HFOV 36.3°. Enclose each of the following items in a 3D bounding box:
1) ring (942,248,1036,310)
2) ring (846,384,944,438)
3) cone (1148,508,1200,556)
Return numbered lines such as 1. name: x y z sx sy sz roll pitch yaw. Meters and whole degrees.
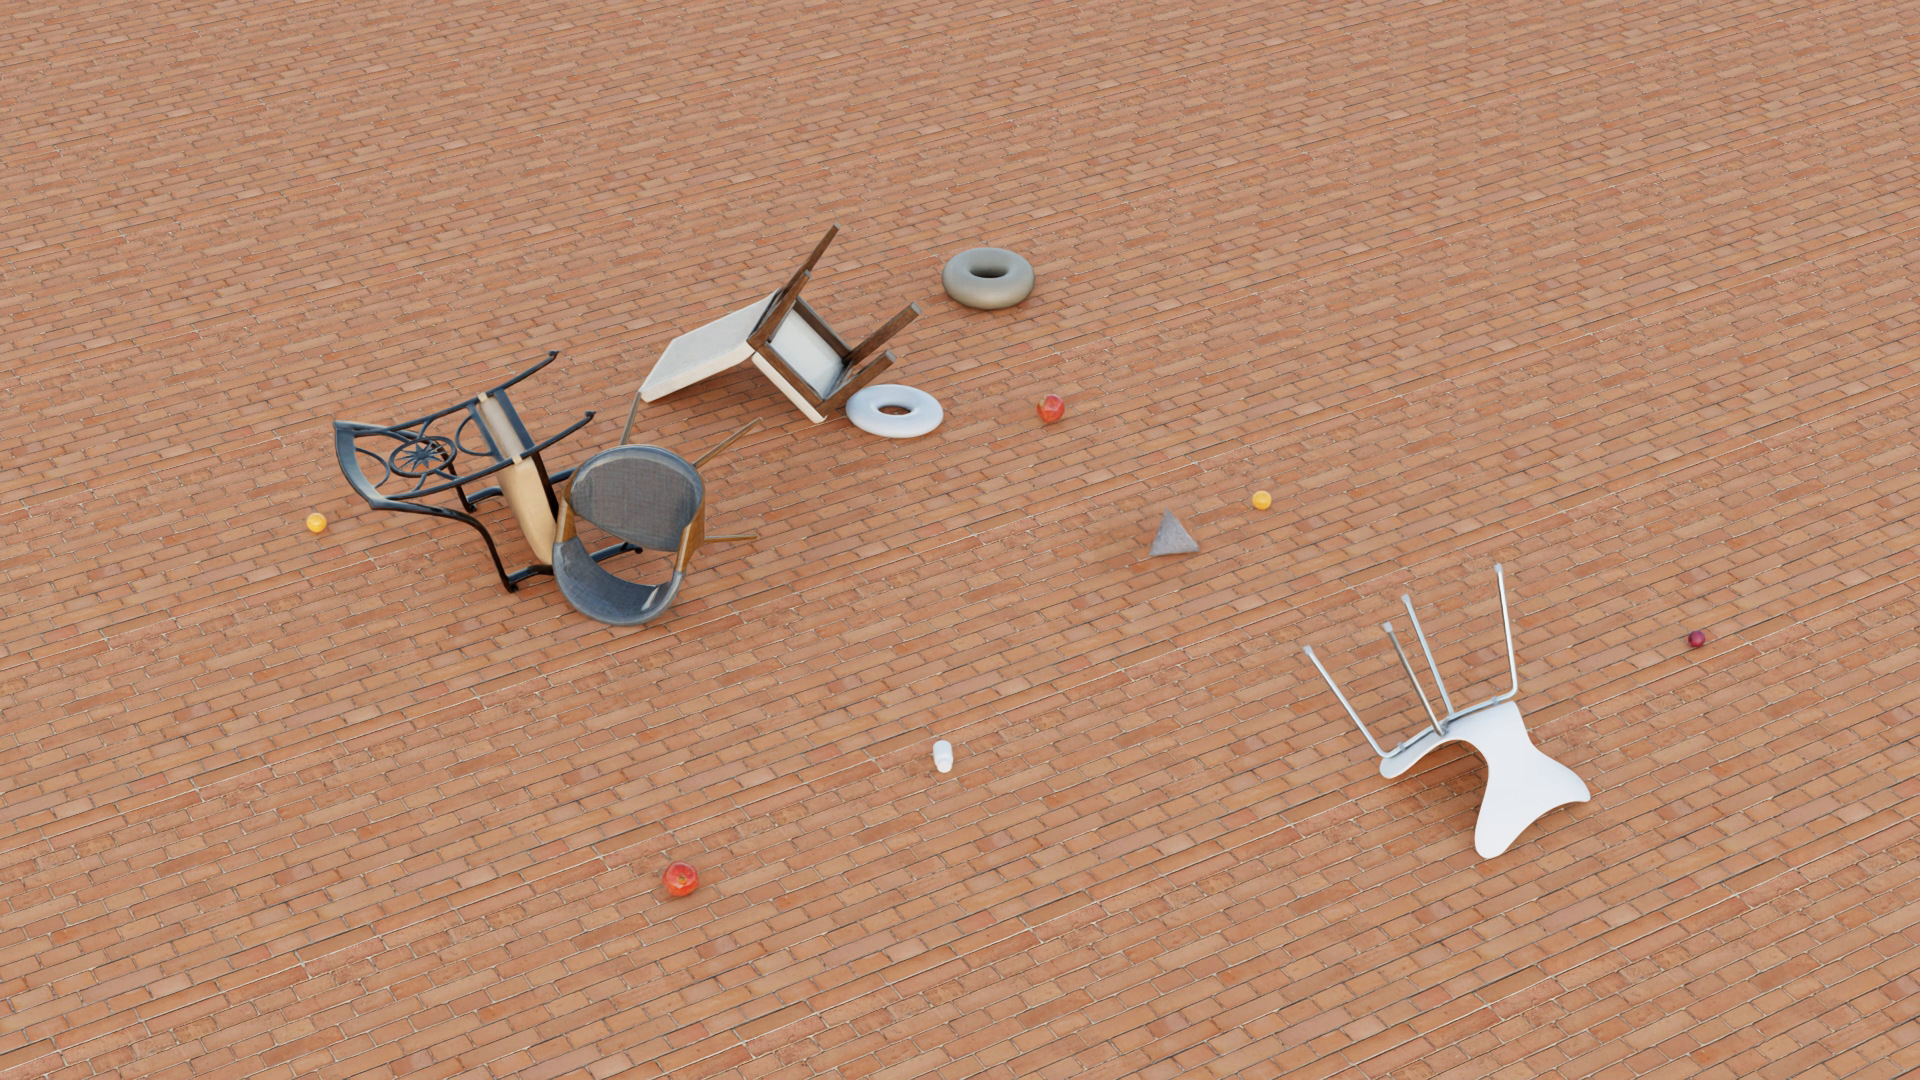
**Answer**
1. ring: 0.121 -1.118 12.526 0.402 0.129 0.433 1 33 -1
2. ring: -0.261 -0.513 11.656 0.411 0.075 0.354 22 38 30
3. cone: 0.761 0.008 10.852 0.166 0.205 0.207 -38 27 2
